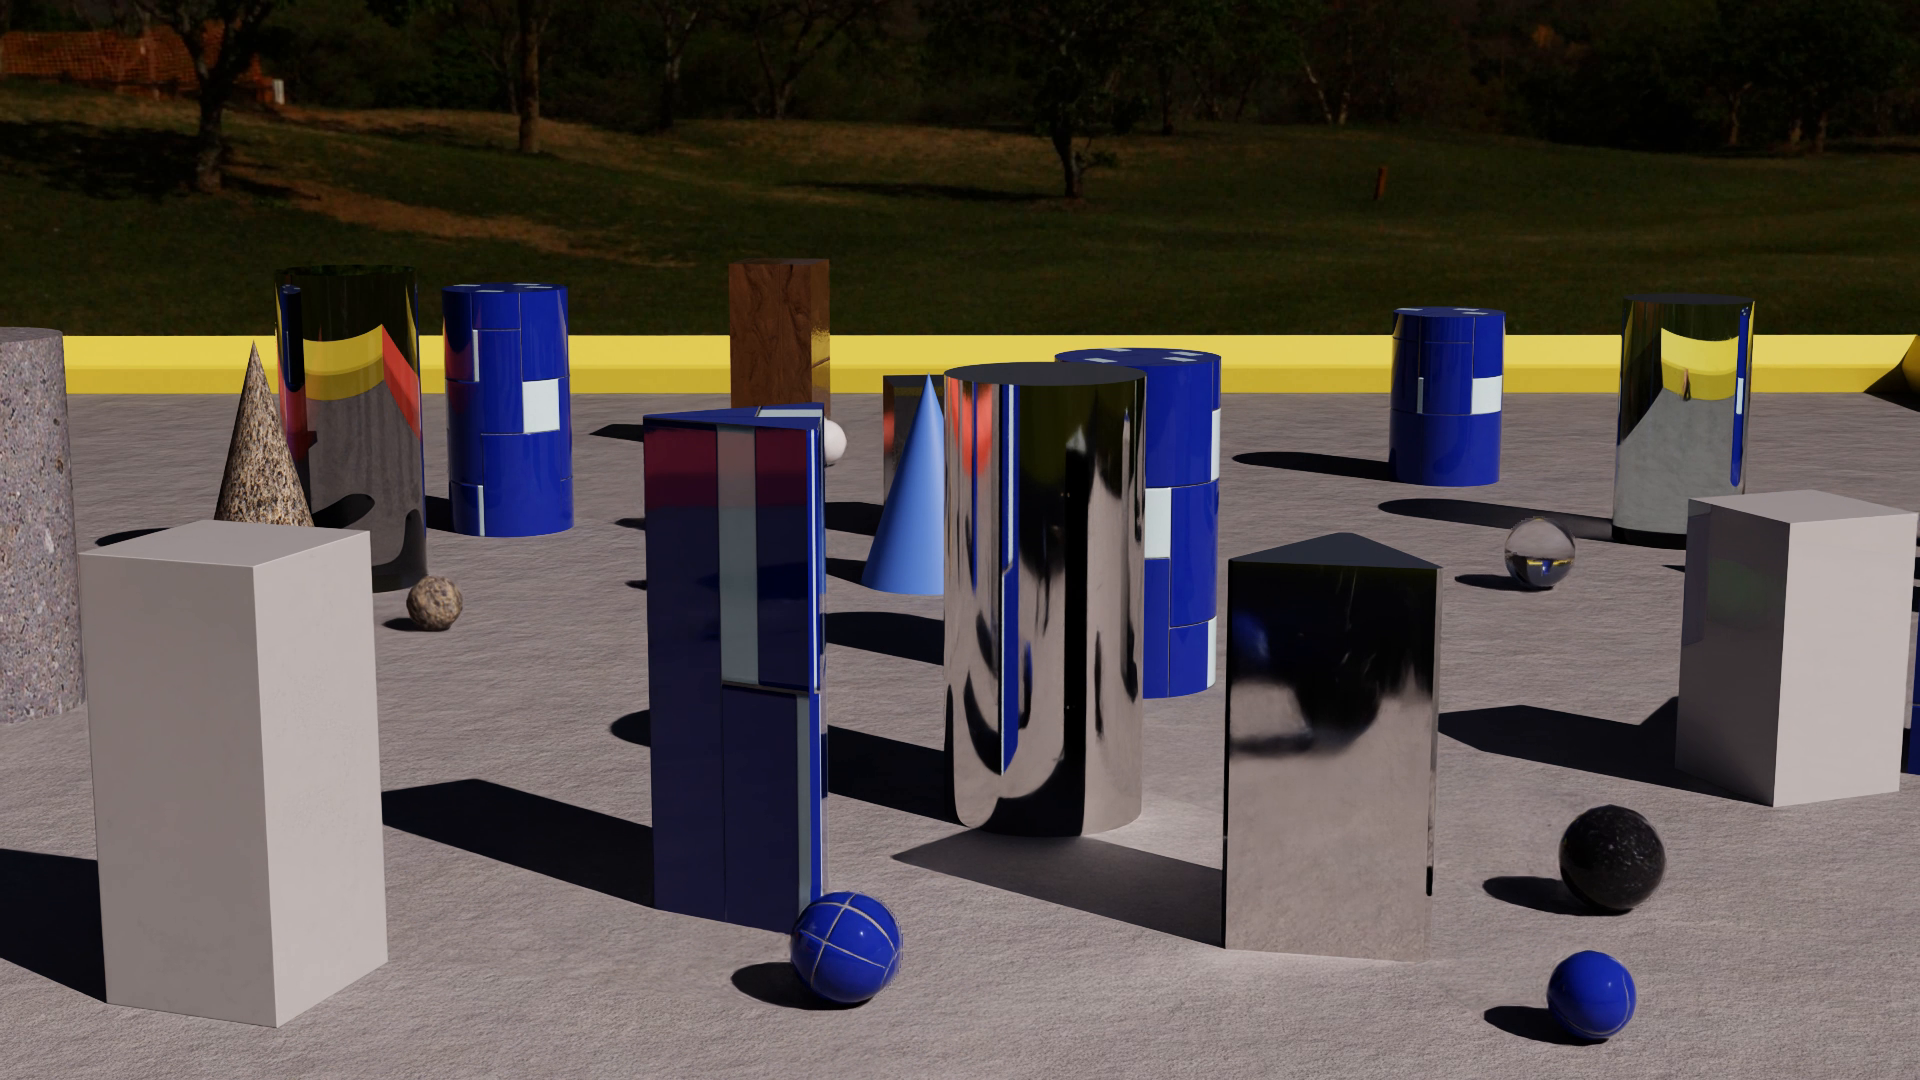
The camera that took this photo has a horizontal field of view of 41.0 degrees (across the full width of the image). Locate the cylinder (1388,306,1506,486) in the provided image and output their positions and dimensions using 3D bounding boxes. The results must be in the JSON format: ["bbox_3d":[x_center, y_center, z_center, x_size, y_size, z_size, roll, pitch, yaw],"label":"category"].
[{"bbox_3d":[0.863,-0.257,4.551,0.196,0.297,0.196,0,11,0],"label":"cylinder"}]

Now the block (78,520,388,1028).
[{"bbox_3d":[-0.570,0.178,2.030,0.157,0.360,0.157,4,11,19],"label":"block"}]

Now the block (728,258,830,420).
[{"bbox_3d":[-0.341,-0.350,4.882,0.157,0.359,0.157,2,11,10],"label":"block"}]

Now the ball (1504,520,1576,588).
[{"bbox_3d":[0.814,0.020,3.606,0.098,0.098,0.098,0,11,0],"label":"ball"}]

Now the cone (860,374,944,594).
[{"bbox_3d":[-0.044,-0.089,3.637,0.196,0.300,0.196,0,11,0],"label":"cone"}]

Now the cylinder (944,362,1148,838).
[{"bbox_3d":[0.082,0.053,2.506,0.196,0.434,0.196,0,11,0],"label":"cylinder"}]

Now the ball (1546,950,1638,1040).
[{"bbox_3d":[0.478,0.344,1.940,0.067,0.067,0.067,0,11,0],"label":"ball"}]

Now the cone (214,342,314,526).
[{"bbox_3d":[-0.924,-0.080,3.390,0.196,0.373,0.196,0,11,0],"label":"cone"}]

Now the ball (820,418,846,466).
[{"bbox_3d":[-0.252,-0.179,4.705,0.087,0.087,0.087,0,11,0],"label":"ball"}]

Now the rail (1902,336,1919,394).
[{"bbox_3d":[2.135,0.031,3.461,0.045,0.127,4.684,0,11,0],"label":"rail"}]

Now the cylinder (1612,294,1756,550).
[{"bbox_3d":[1.115,-0.186,3.959,0.196,0.373,0.196,0,11,0],"label":"cylinder"}]

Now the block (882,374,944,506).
[{"bbox_3d":[-0.034,-0.133,4.048,0.157,0.238,0.157,-1,11,-8],"label":"block"}]

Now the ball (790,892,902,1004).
[{"bbox_3d":[-0.090,0.320,2.014,0.088,0.088,0.088,0,11,0],"label":"ball"}]

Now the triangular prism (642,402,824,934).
[{"bbox_3d":[-0.159,0.104,2.231,0.170,0.434,0.147,6,12,28],"label":"triangular prism"}]

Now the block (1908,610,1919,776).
[{"bbox_3d":[1.093,0.107,2.674,0.157,0.265,0.157,6,12,29],"label":"block"}]

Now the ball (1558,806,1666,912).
[{"bbox_3d":[0.568,0.277,2.235,0.092,0.092,0.092,0,11,0],"label":"ball"}]

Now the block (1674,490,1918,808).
[{"bbox_3d":[0.851,0.106,2.622,0.157,0.287,0.157,-4,11,-21],"label":"block"}]

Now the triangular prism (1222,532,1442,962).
[{"bbox_3d":[0.317,0.168,2.168,0.170,0.330,0.147,2,11,12],"label":"triangular prism"}]

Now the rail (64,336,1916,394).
[{"bbox_3d":[-0.013,-0.390,5.728,4.317,0.127,0.045,0,11,0],"label":"rail"}]

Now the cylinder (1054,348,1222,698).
[{"bbox_3d":[0.209,-0.024,3.045,0.196,0.389,0.196,0,11,0],"label":"cylinder"}]

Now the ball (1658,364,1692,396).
[{"bbox_3d":[1.586,-0.354,5.694,0.072,0.072,0.072,0,11,0],"label":"ball"}]

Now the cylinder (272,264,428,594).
[{"bbox_3d":[-0.860,-0.160,3.626,0.196,0.443,0.196,0,11,0],"label":"cylinder"}]

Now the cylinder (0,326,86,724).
[{"bbox_3d":[-1.111,-0.020,2.919,0.196,0.426,0.196,0,11,0],"label":"cylinder"}]

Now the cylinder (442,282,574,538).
[{"bbox_3d":[-0.715,-0.209,4.064,0.196,0.381,0.196,0,11,0],"label":"cylinder"}]

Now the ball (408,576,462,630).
[{"bbox_3d":[-0.684,0.082,3.343,0.071,0.071,0.071,0,11,0],"label":"ball"}]
